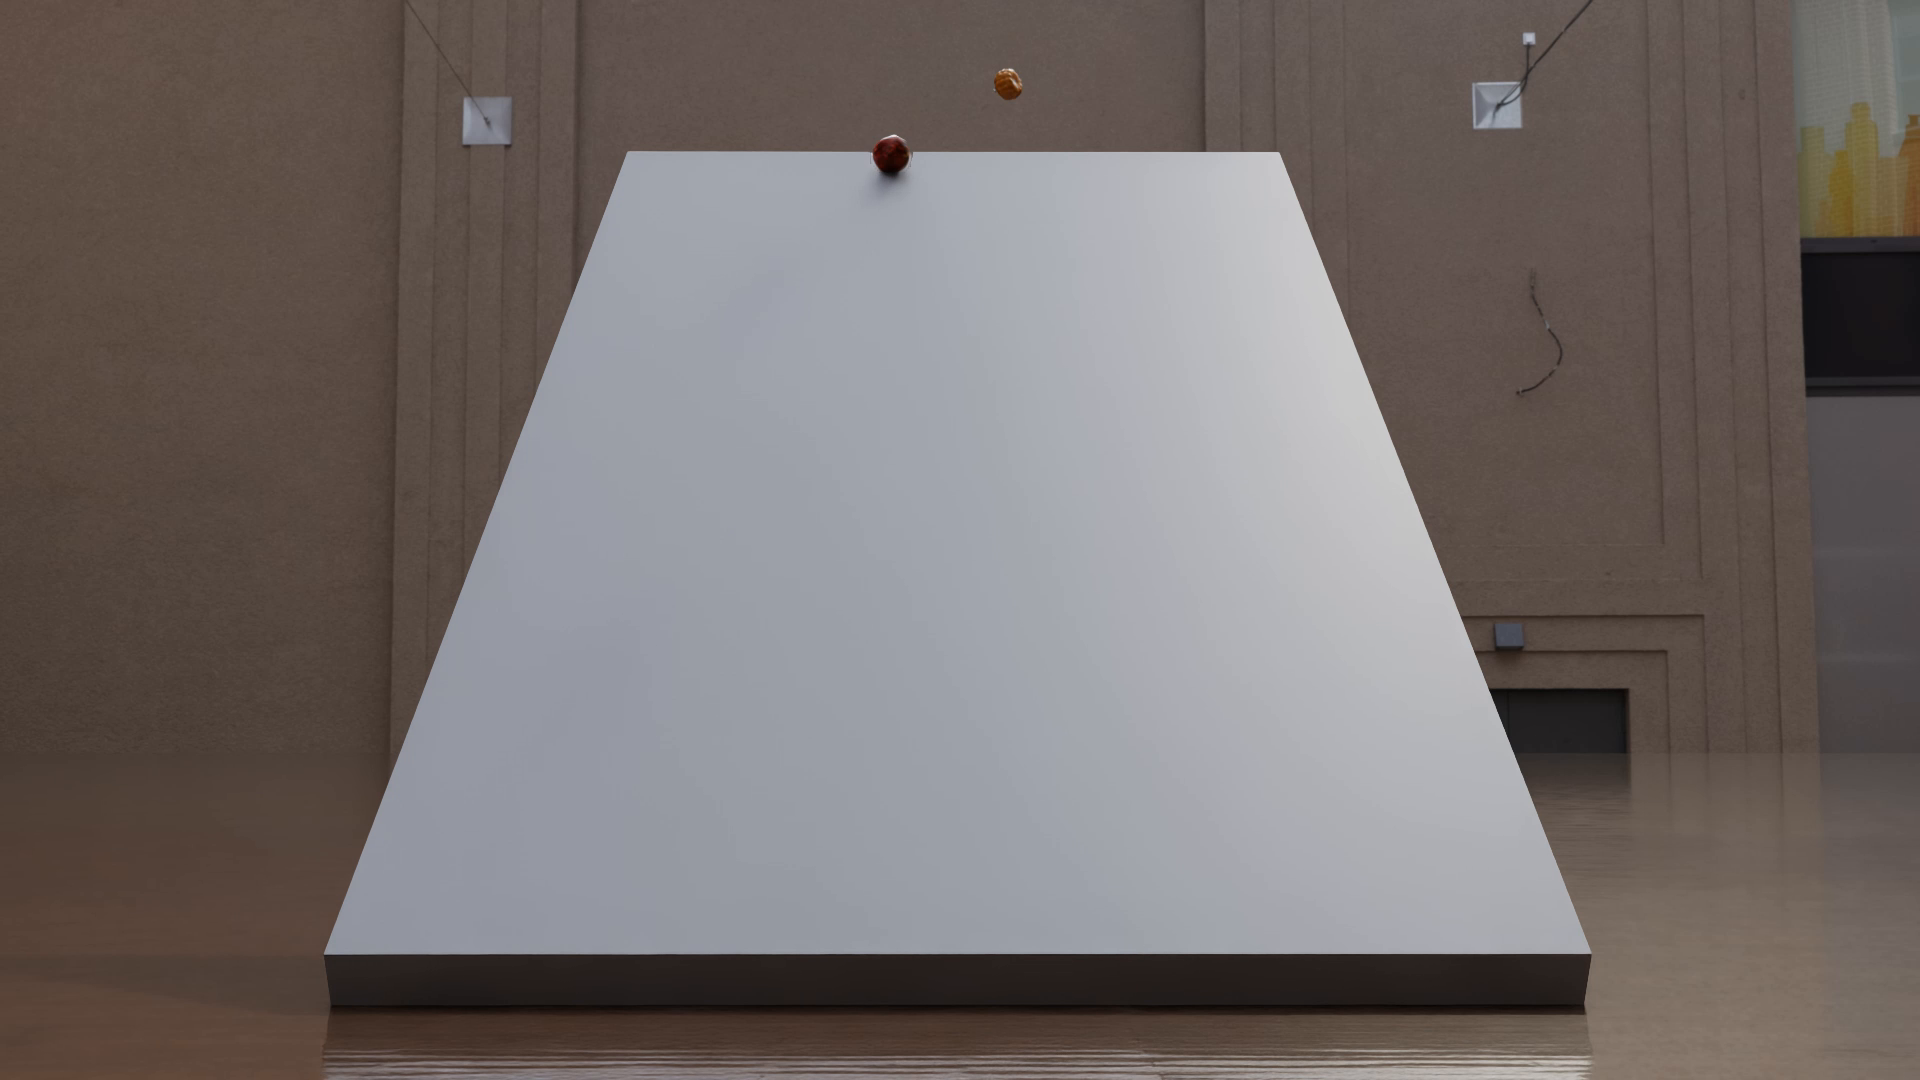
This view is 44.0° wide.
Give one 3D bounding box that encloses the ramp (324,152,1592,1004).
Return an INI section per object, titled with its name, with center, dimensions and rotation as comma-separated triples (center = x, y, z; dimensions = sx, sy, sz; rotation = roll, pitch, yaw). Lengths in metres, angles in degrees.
[ramp]
center = -0.011, -0.225, 5.548
dimensions = 2.000, 0.100, 4.000
rotation = 0, 27, 0
